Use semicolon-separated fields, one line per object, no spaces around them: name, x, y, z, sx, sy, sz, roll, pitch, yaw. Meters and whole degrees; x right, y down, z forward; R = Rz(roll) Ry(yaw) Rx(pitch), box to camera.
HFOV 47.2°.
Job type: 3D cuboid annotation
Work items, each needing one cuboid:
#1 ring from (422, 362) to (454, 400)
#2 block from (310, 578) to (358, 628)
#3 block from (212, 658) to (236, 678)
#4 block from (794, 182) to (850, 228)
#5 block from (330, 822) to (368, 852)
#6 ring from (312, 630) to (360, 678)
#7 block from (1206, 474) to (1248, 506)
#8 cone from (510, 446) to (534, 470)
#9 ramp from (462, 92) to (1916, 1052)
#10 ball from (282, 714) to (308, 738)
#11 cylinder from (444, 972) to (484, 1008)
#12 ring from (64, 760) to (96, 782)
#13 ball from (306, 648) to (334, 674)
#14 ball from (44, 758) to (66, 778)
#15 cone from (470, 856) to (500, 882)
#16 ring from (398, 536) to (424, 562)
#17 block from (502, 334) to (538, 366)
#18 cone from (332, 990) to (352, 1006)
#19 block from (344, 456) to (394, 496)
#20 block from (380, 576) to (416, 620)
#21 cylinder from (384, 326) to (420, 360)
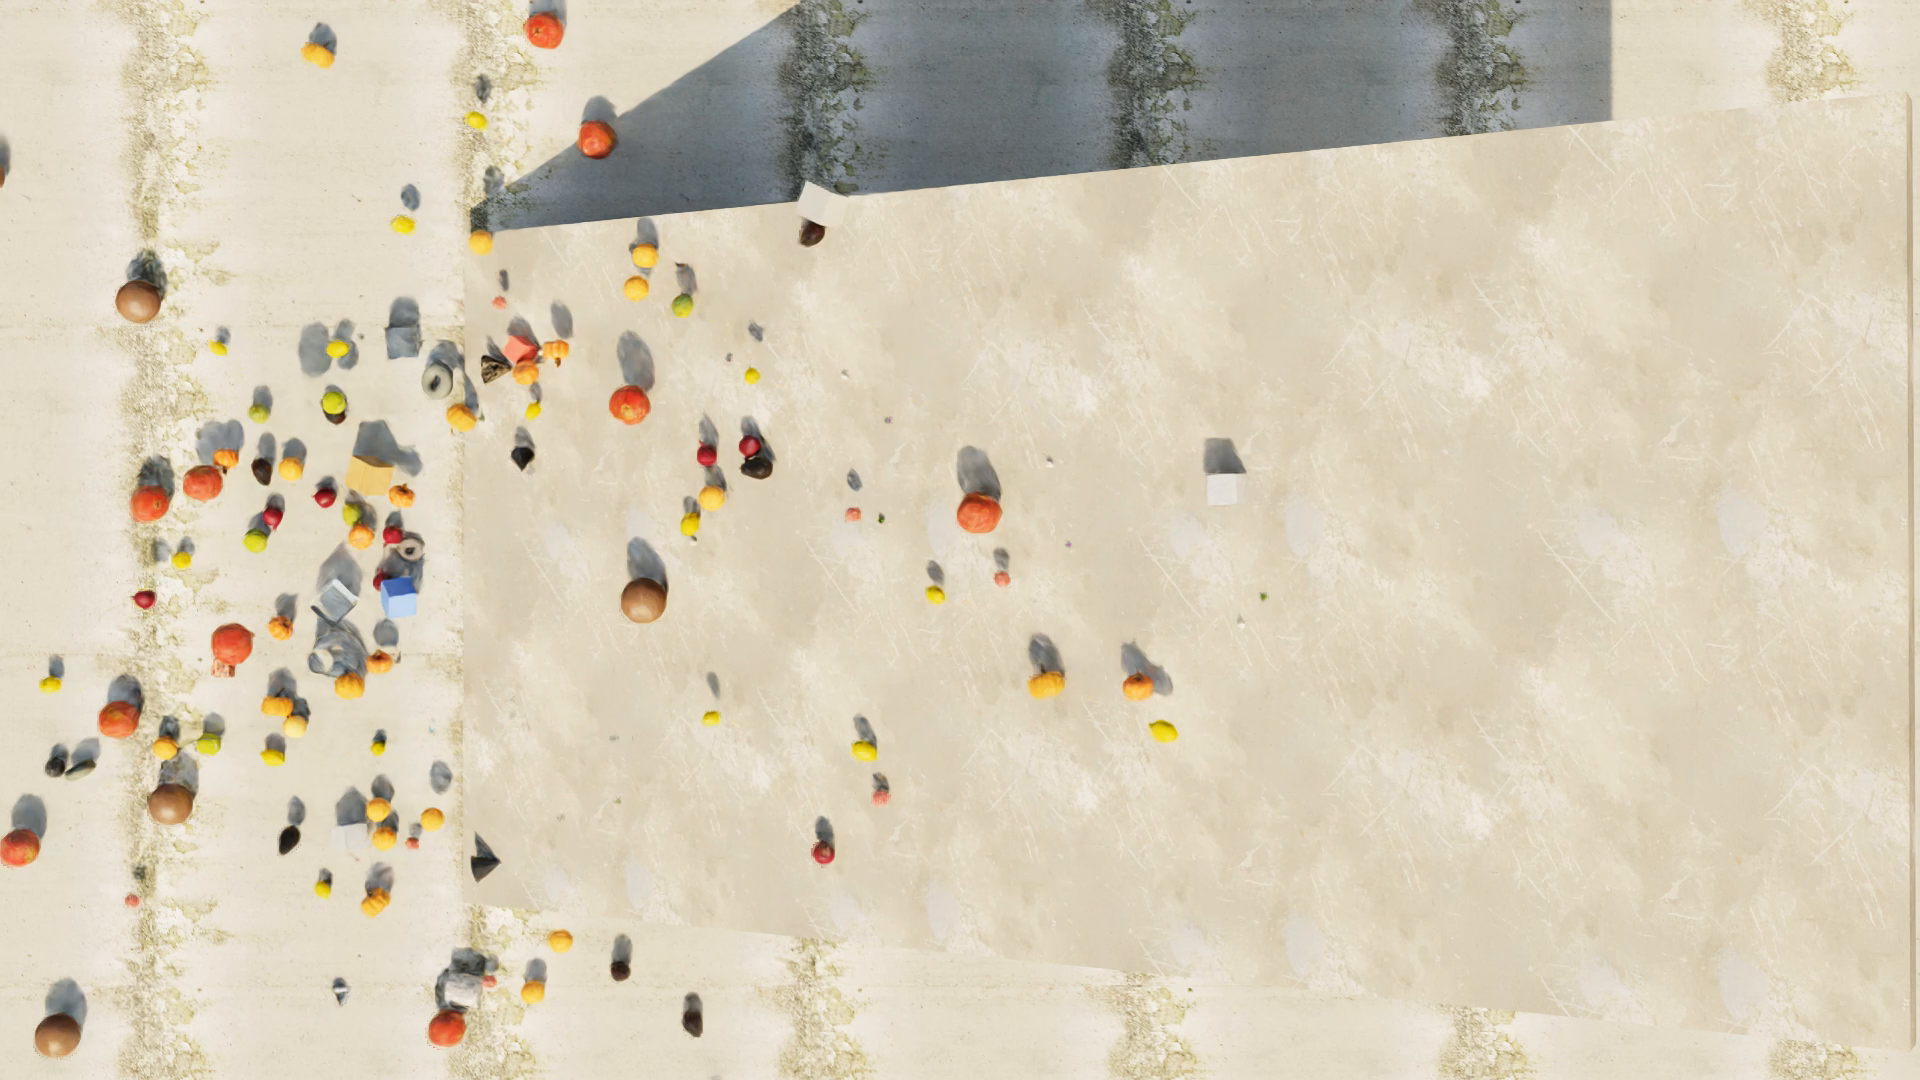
ring;-1.574;-0.480;6.622;0.115;0.038;0.115;0;90;31
block;-1.882;0.189;6.608;0.095;0.095;0.095;-44;107;2
block;-2.223;0.385;6.641;0.054;0.054;0.054;4;89;0
block;-0.369;-0.898;5.895;0.090;0.090;0.090;29;104;27
block;-1.835;0.893;6.609;0.077;0.077;0.077;-7;89;43
ring;-1.884;0.344;6.645;0.147;0.049;0.147;0;90;-1
block;0.646;-0.120;5.308;0.075;0.075;0.075;-2;88;30
cone;-1.276;-0.222;6.409;0.071;0.071;0.071;-6;132;-7
ramp;0.269;0.074;5.625;4.000;0.100;2.000;0;89;30
ball;-2.005;0.562;6.631;0.070;0.070;0.070;0;89;0
cylinder;-1.491;1.352;6.612;0.094;0.094;0.094;7;89;0
ring;-2.648;0.695;6.618;0.097;0.097;0.032;-25;105;0
ball;-1.917;0.364;6.583;0.078;0.078;0.078;0;89;0
ball;-2.729;0.689;6.635;0.060;0.060;0.060;0;89;0
cone;-1.394;0.963;6.501;0.081;0.081;0.081;-16;89;2
ring;-1.664;0.029;6.659;0.078;0.026;0.078;0;90;0
block;-1.287;-0.555;6.439;0.062;0.062;0.062;38;108;25
cone;-1.861;1.371;6.645;0.055;0.055;0.055;-23;89;-26
block;-1.773;-0.193;6.603;0.092;0.092;0.092;25;103;29
block;-1.684;0.174;6.597;0.084;0.084;0.084;-9;129;-28
cylinder;-1.683;-0.593;6.628;0.096;0.096;0.096;-7;94;0
